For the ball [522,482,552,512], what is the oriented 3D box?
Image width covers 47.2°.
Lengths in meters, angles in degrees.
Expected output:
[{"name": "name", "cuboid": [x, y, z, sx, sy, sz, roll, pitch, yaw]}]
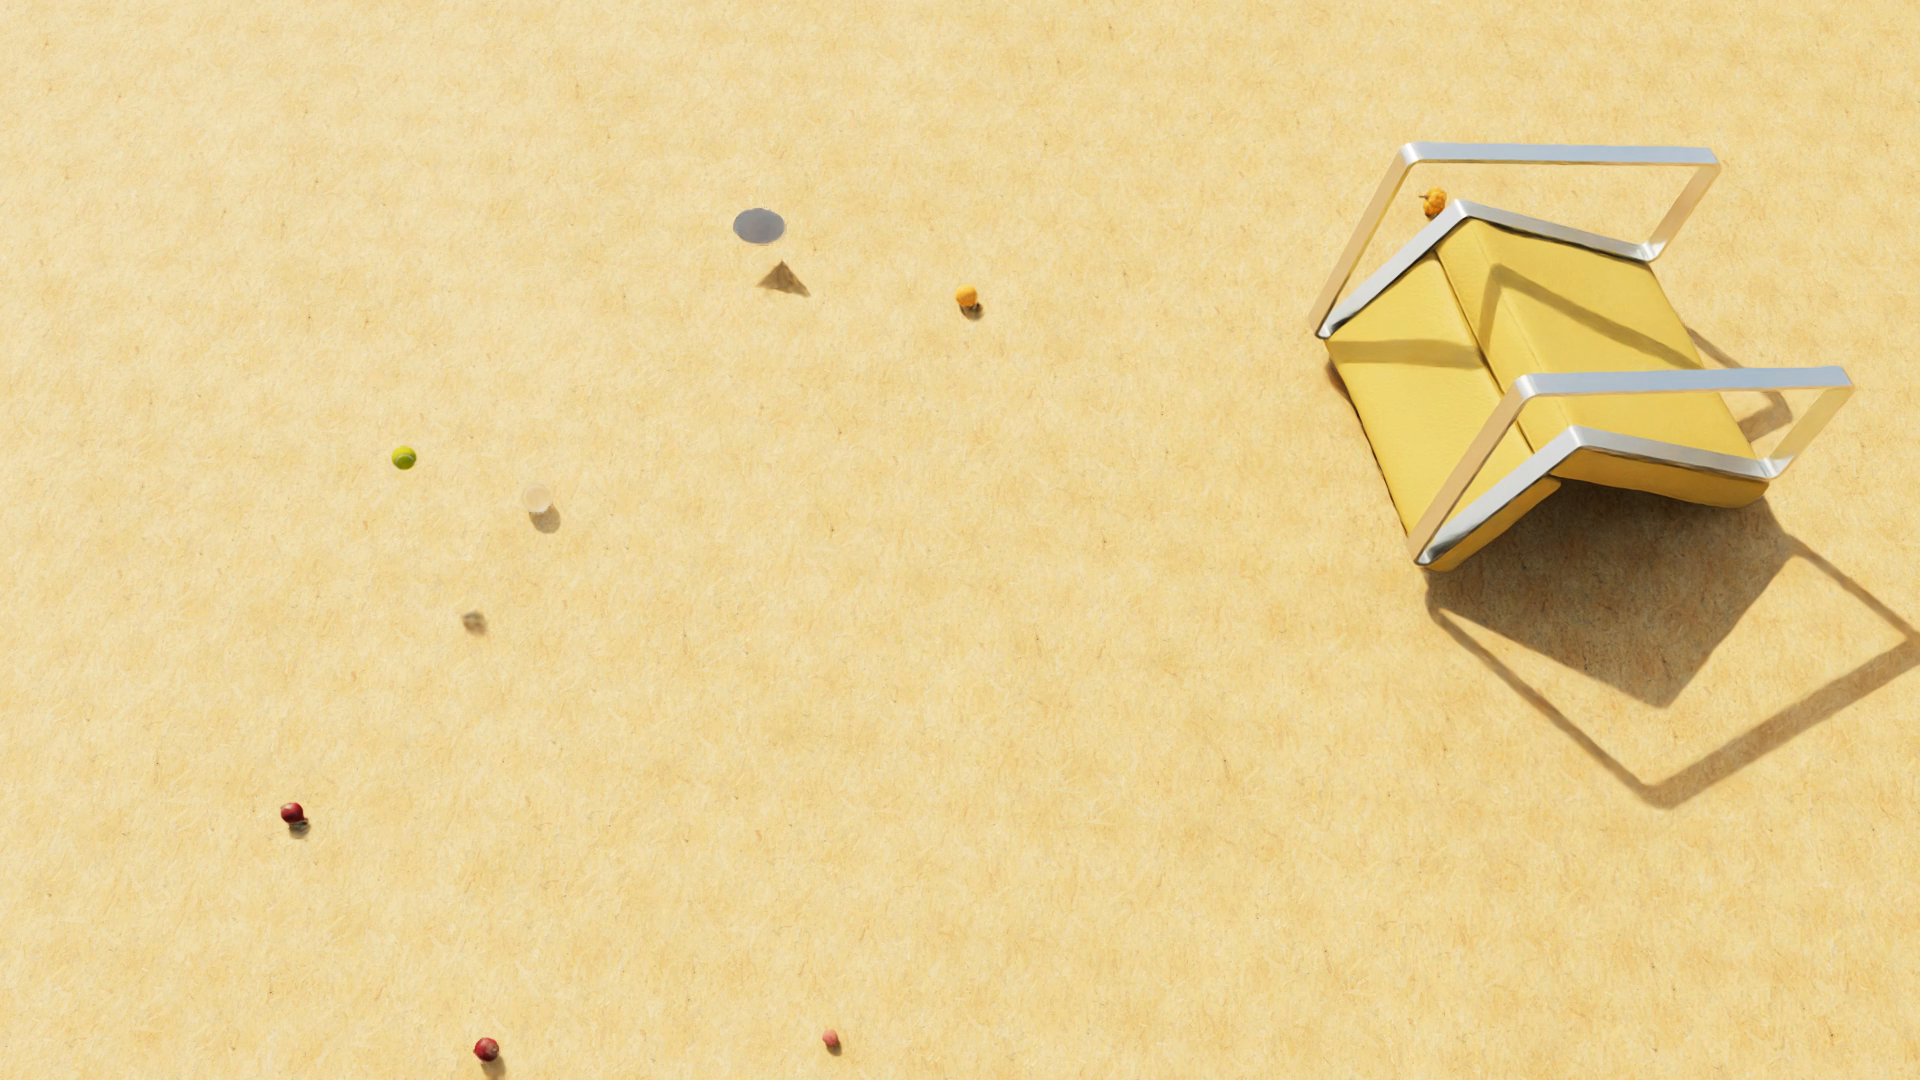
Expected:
[{"name": "ball", "cuboid": [-1.272, -0.127, 6.606, 0.089, 0.089, 0.089, 0, 56, 0]}]

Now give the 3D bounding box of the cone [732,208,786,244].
[{"name": "cone", "cuboid": [-0.635, -1.023, 7.113, 0.176, 0.116, 0.107, 0, 17, 12]}]
